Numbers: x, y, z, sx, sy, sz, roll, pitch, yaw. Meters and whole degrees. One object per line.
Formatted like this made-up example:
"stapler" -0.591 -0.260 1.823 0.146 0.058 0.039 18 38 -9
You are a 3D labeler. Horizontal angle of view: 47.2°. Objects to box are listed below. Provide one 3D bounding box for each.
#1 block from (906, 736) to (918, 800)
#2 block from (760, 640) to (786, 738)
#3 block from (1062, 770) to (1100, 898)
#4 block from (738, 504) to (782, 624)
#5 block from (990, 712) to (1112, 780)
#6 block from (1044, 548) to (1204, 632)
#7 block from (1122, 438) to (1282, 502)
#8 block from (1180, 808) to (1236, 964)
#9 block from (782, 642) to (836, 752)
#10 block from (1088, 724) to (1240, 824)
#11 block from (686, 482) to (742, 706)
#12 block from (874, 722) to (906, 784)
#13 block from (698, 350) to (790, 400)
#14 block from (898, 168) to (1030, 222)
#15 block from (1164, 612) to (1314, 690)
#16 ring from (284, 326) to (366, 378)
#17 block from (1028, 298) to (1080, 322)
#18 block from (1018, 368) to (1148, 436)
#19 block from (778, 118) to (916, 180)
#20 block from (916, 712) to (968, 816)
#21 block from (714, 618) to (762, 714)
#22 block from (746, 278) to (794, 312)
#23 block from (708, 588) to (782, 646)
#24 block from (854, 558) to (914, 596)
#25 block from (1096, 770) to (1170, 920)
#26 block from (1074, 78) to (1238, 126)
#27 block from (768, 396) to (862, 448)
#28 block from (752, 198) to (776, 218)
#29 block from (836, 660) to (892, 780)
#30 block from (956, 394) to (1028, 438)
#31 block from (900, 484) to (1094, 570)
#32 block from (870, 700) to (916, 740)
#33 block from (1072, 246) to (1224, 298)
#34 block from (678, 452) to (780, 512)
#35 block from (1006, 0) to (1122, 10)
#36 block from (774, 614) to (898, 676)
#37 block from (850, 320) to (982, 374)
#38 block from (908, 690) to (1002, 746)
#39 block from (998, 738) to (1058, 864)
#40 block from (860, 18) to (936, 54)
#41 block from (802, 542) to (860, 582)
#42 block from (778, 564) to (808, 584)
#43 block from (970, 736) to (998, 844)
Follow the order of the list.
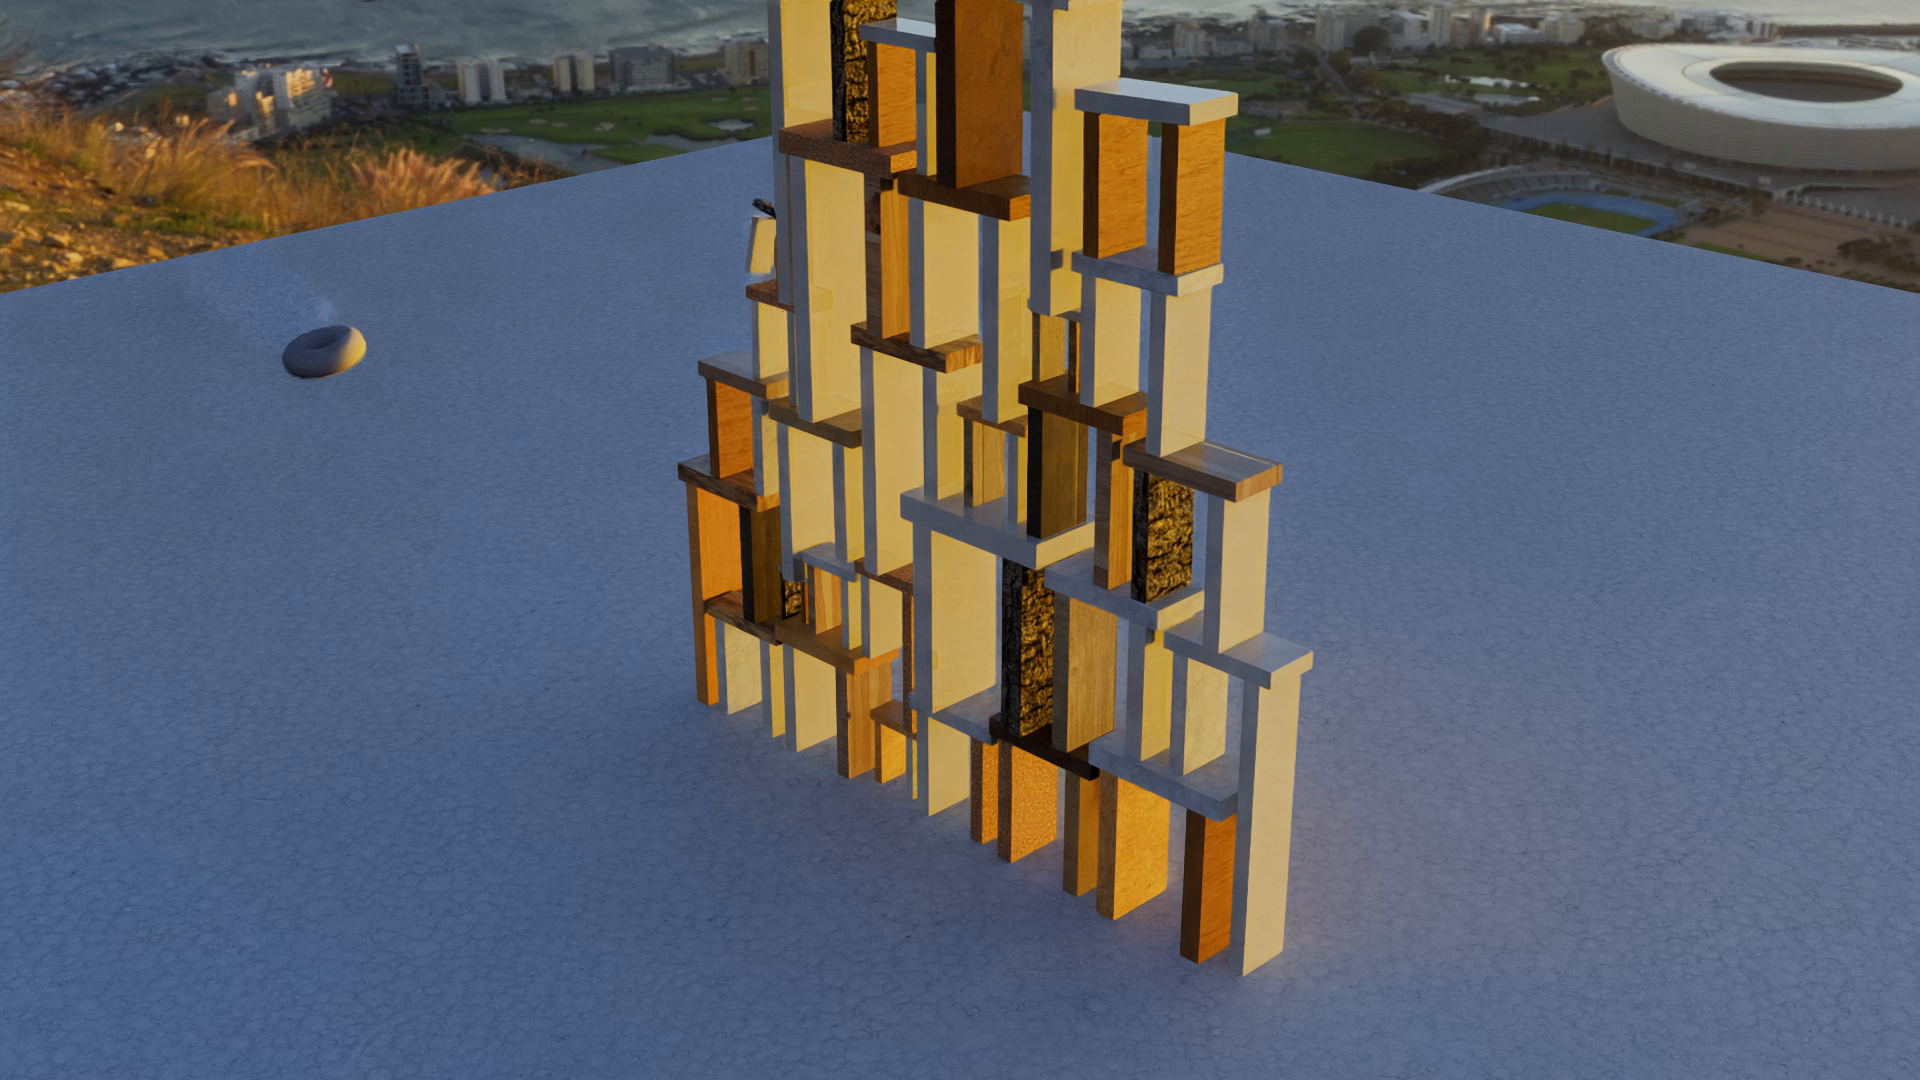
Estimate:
"block" -0.079 0.455 4.509 0.020 0.140 0.070 21 31 41
"block" -0.376 0.303 4.755 0.032 0.227 0.113 21 31 41
"block" 0.255 0.534 4.169 0.037 0.260 0.130 21 31 41
"block" -0.402 0.034 4.678 0.132 0.265 0.037 -21 31 -41
"block" 0.194 0.373 4.168 0.260 0.037 0.130 21 31 41
"block" 0.294 0.086 3.937 0.267 0.038 0.134 21 31 41
"block" 0.408 -0.128 3.717 0.123 0.035 0.246 -22 31 -40
"block" 0.468 0.597 3.963 0.043 0.304 0.152 21 31 41
"block" -0.317 0.317 4.696 0.035 0.248 0.124 21 31 41
"block" 0.396 0.410 3.961 0.304 0.043 0.152 21 31 41
"block" -0.527 0.105 4.844 0.037 0.524 0.132 21 31 41
"block" -0.144 0.430 4.569 0.020 0.140 0.070 21 31 41
"block" -0.428 -0.342 4.533 0.218 0.031 0.109 22 31 40
"block" 0.036 -0.625 3.920 0.280 0.040 0.140 21 31 40
"block" 0.478 0.188 3.788 0.233 0.033 0.117 21 31 41
"ring" -2.032 -0.602 7.032 0.264 0.088 0.264 -8 30 4
"block" 0.188 -0.409 3.851 0.131 0.018 0.065 21 31 41
"block" 0.234 -0.243 3.864 0.123 0.035 0.247 -22 31 -40
"block" -0.179 -0.732 4.097 0.307 0.043 0.153 21 31 40
"block" -0.034 0.434 4.446 0.032 0.229 0.114 21 31 41
"block" -0.483 0.262 4.854 0.113 0.227 0.032 -21 31 -41
"block" -0.343 -0.486 4.389 0.162 0.023 0.081 22 31 40
"block" -0.429 0.163 4.754 0.113 0.032 0.227 -21 31 -41
"block" -0.115 0.065 4.384 0.091 0.026 0.182 -21 31 -41
"block" 0.324 0.541 4.095 0.152 0.304 0.043 -21 31 -41
"block" 0.317 -0.711 3.567 0.242 0.034 0.121 19 29 41
"block" -0.255 -0.245 4.397 0.249 0.035 0.125 21 31 41
"block" -0.357 -0.645 4.363 0.056 0.016 0.112 15 15 -47
"block" -0.200 0.363 4.588 0.035 0.248 0.124 21 31 41
"block" 0.085 -0.230 4.038 0.172 0.024 0.086 21 31 40
"block" 0.074 -0.041 4.128 0.354 0.050 0.177 21 31 40
"block" -0.112 0.369 4.508 0.140 0.020 0.070 22 31 40
"block" 0.312 -0.457 3.680 0.233 0.033 0.117 21 31 41
"block" -0.465 -0.129 4.676 0.132 0.037 0.265 -21 31 -40
"block" 0.114 -0.944 3.696 0.338 0.048 0.169 21 31 40
"block" -0.258 0.209 4.586 0.124 0.035 0.248 -21 31 -41
"block" -0.071 -0.375 4.144 0.257 0.036 0.129 21 31 41
"block" 0.019 0.335 4.344 0.229 0.032 0.114 21 31 40
"block" 0.132 0.486 4.282 0.037 0.260 0.130 21 31 41
"block" -0.079 -0.899 3.916 0.190 0.027 0.095 21 31 40
"block" -0.243 0.045 4.505 0.155 0.022 0.077 21 31 41
"block" -0.334 0.065 4.617 0.096 0.014 0.048 21 31 40
"block" 0.073 0.476 4.346 0.032 0.229 0.114 21 31 41
